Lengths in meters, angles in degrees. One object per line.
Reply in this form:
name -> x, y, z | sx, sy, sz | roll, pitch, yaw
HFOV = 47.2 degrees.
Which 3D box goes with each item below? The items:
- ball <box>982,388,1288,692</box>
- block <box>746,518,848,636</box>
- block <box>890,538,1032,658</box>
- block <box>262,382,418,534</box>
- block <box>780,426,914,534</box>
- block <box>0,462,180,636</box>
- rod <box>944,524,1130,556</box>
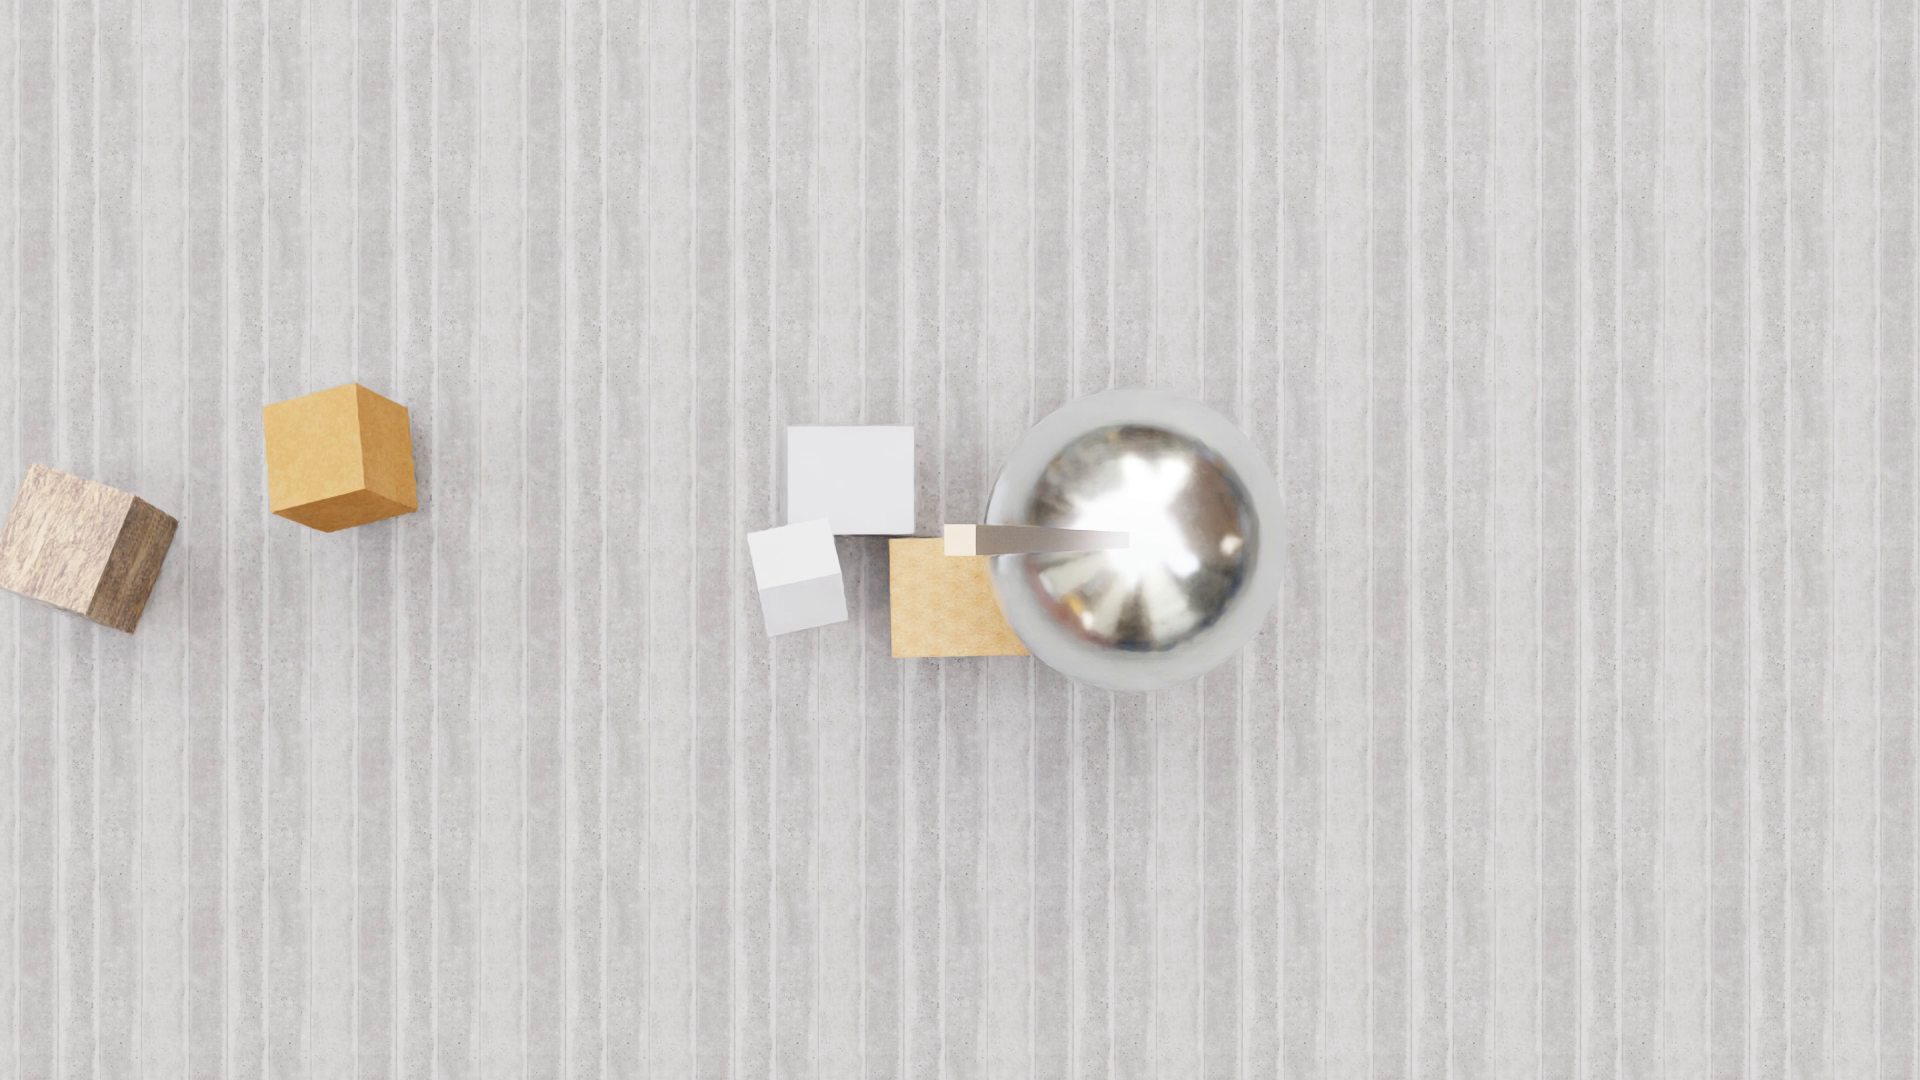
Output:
ball -> 0.912, 0.000, 11.563 | 1.600, 1.600, 1.600 | 0, 90, 0
block -> -0.896, 0.205, 12.154 | 0.455, 0.470, 0.379 | -12, 56, -5
block -> 0.001, 0.319, 12.648 | 0.779, 0.703, 0.663 | -1, 90, 0
block -> -3.543, -0.462, 12.583 | 0.600, 0.563, 0.628 | -13, 75, 14
block -> -0.656, -0.334, 12.609 | 0.707, 0.688, 0.601 | 0, 90, -8
block -> -5.011, 0.056, 12.570 | 0.631, 0.680, 0.713 | 17, 79, 5
rod -> 0.395, 0.000, 8.202 | 0.080, 5.200, 0.080 | 0, 90, 9
